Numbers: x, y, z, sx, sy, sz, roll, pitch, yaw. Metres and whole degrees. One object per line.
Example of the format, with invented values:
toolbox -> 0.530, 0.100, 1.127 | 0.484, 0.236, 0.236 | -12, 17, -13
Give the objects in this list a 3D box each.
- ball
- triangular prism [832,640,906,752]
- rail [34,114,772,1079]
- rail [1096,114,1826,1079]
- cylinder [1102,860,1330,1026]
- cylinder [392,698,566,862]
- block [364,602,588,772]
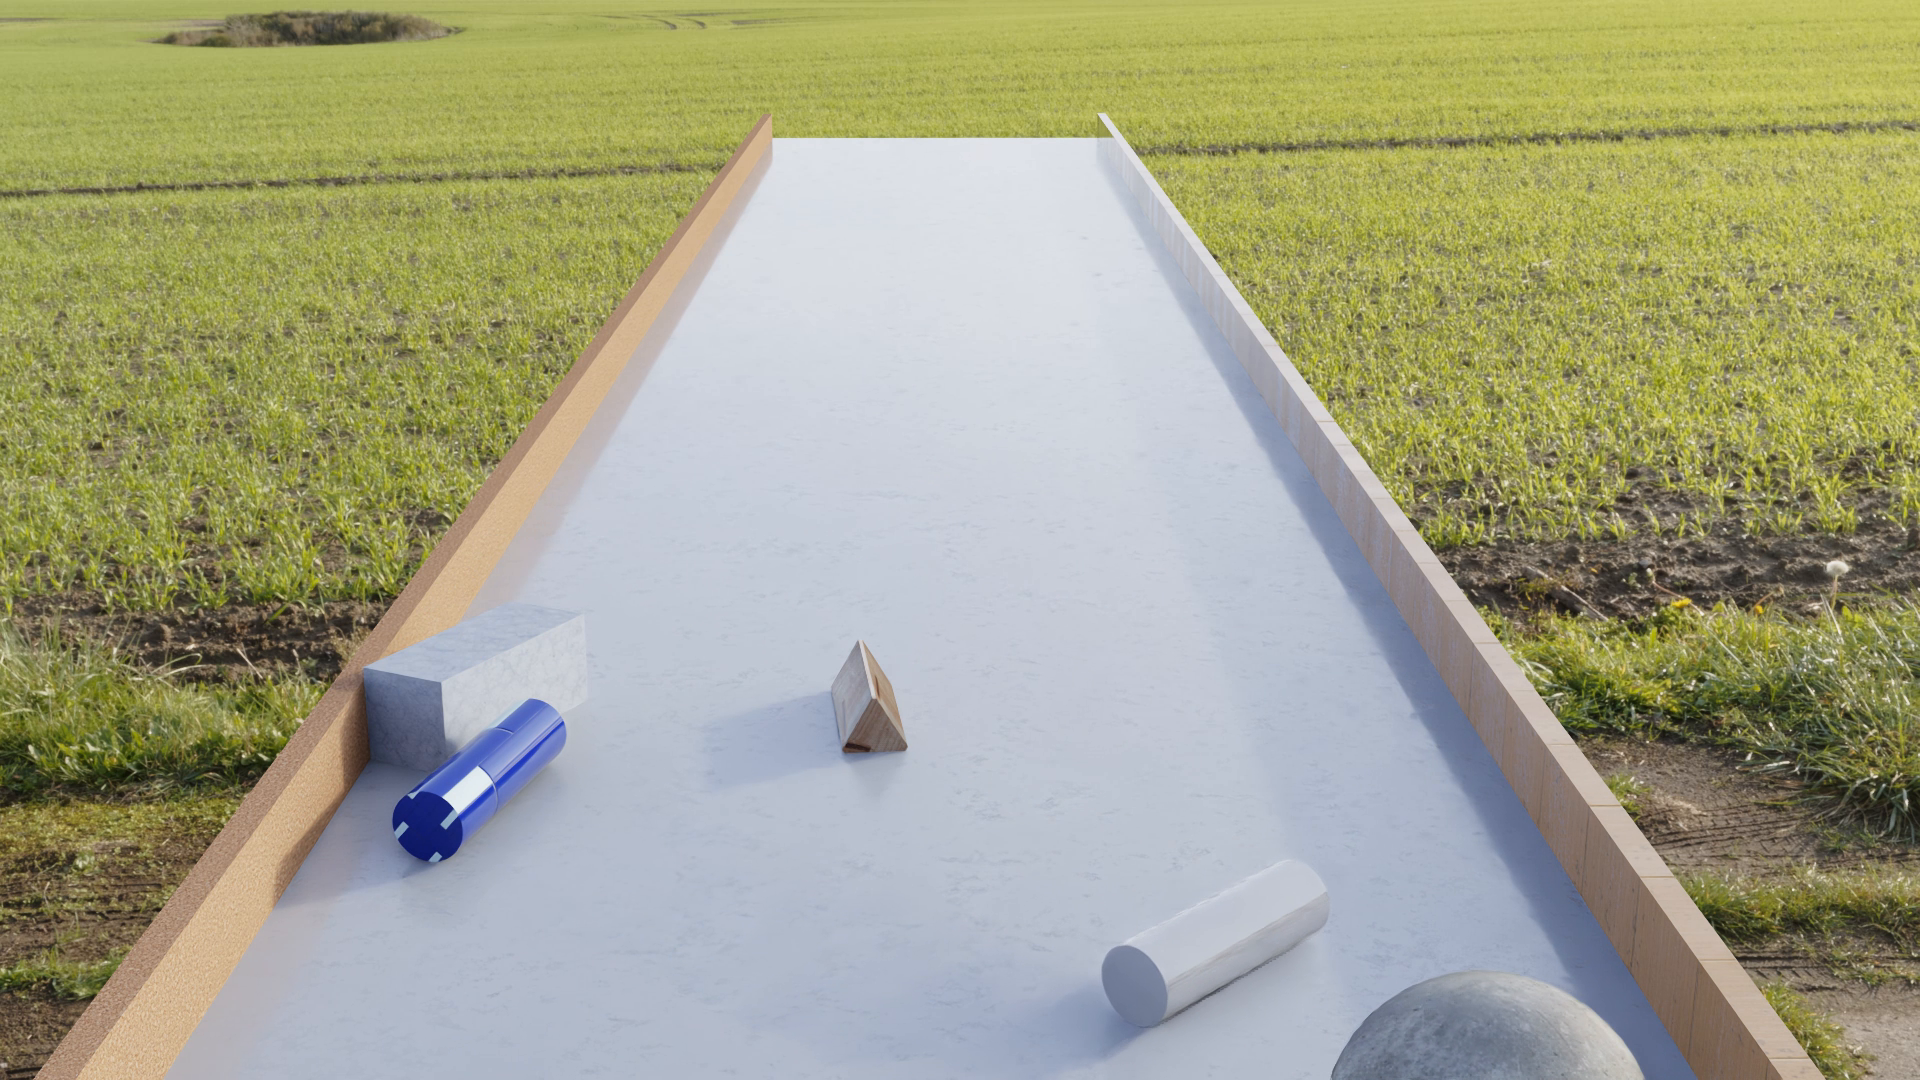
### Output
ball -> 0.577, 0.653, 2.400 | 0.360, 0.360, 0.360 | 0, 17, 0
triangular prism -> -0.172, 0.284, 4.088 | 0.115, 0.100, 0.329 | -2, 17, -7
rail -> -1.118, -0.838, 7.780 | 0.050, 0.150, 12.000 | 0, 17, -1
rail -> 0.932, -0.844, 7.801 | 0.050, 0.150, 12.000 | 0, 17, -1
cylinder -> 0.367, 0.567, 3.118 | 0.116, 0.116, 0.380 | 15, 22, 41
cylinder -> -0.798, 0.396, 3.685 | 0.121, 0.121, 0.425 | 4, 17, 12
block -> -0.880, 0.264, 4.035 | 0.173, 0.173, 0.418 | 8, 18, 25
